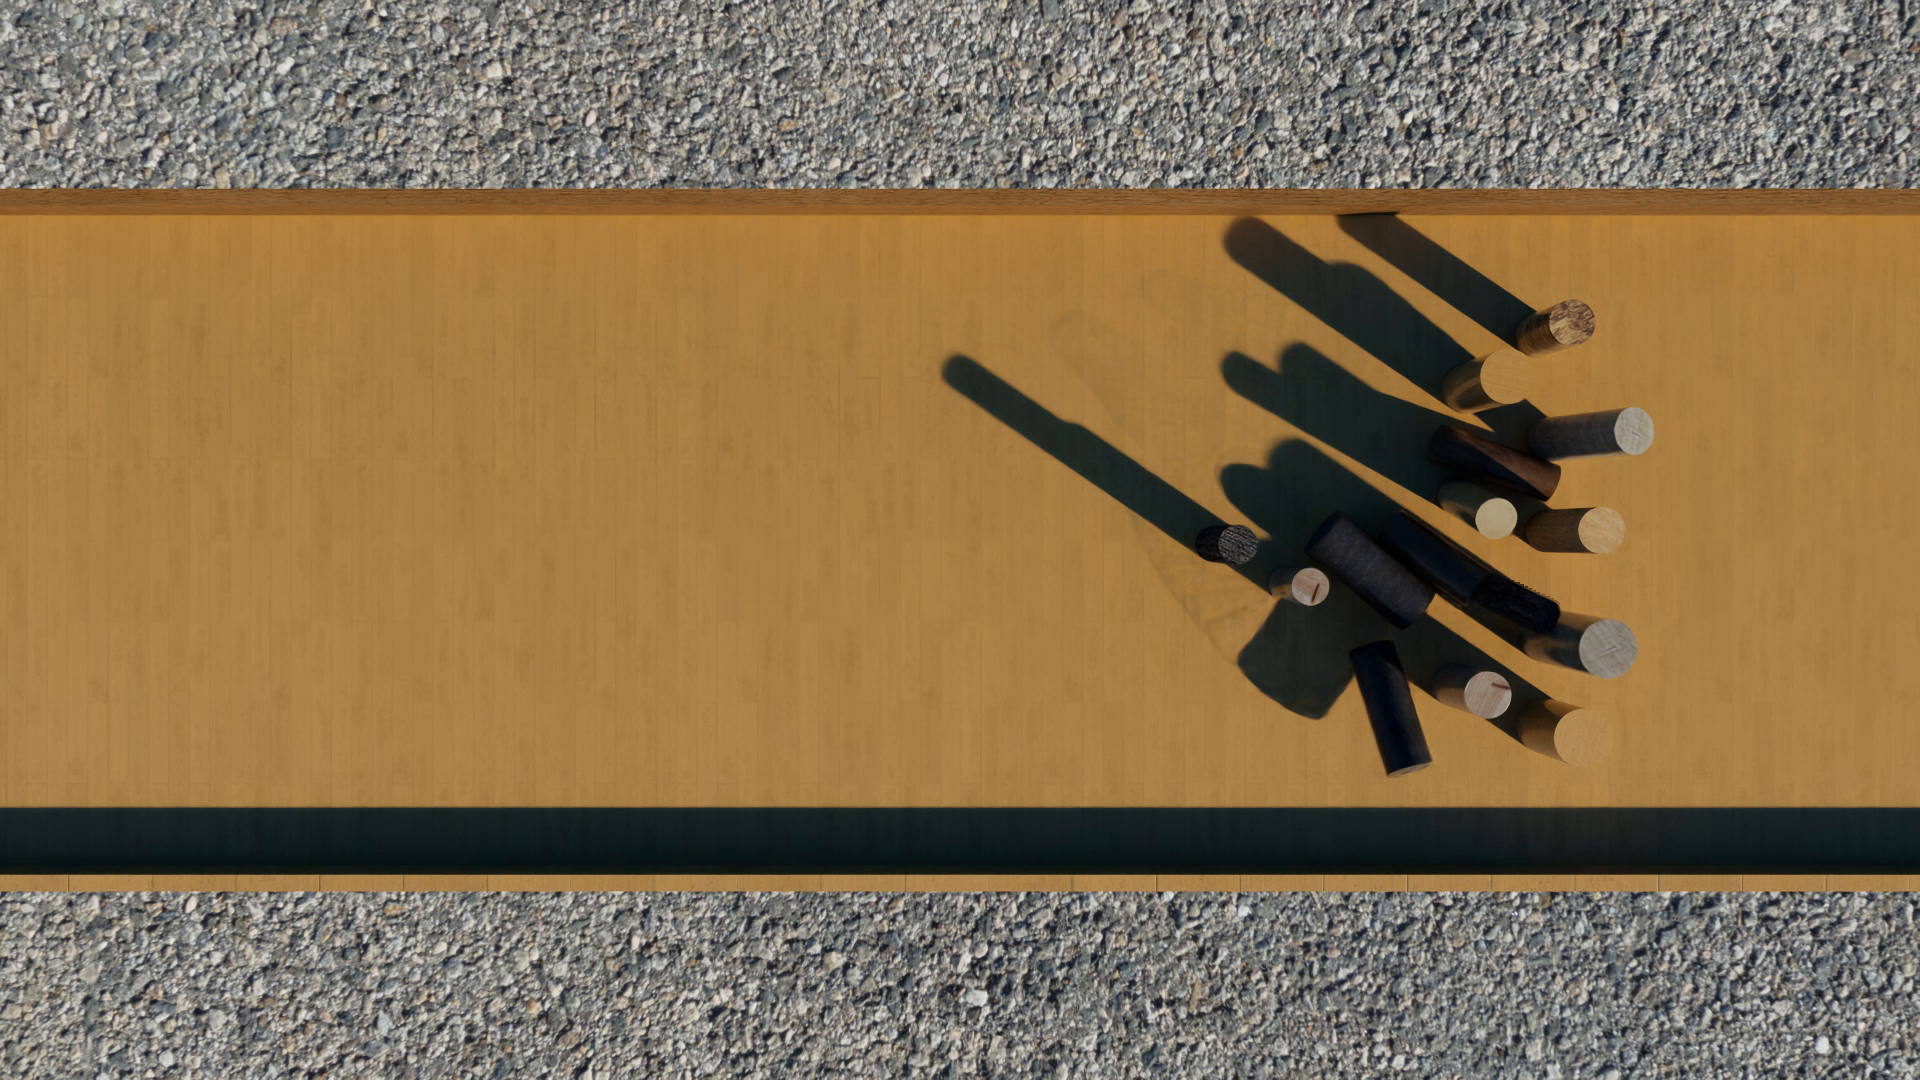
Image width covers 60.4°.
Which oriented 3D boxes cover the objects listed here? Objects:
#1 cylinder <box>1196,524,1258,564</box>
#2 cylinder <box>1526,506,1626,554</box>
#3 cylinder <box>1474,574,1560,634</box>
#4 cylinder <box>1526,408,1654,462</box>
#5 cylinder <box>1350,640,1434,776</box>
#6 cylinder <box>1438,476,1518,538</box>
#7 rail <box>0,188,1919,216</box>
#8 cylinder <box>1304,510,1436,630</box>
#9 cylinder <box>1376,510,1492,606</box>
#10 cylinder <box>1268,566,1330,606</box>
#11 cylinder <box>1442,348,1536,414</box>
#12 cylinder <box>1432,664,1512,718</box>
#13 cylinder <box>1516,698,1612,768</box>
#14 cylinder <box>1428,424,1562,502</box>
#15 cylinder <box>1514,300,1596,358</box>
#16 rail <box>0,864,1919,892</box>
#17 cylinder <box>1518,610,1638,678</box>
[{"bbox_3d":[0.781,0.013,4.854,0.111,0.446,0.111,0,90,0],"label":"cylinder"},{"bbox_3d":[1.806,-0.027,4.859,0.132,0.436,0.132,0,90,0],"label":"cylinder"},{"bbox_3d":[1.634,0.178,4.923,0.105,0.302,0.105,-12,115,-27],"label":"cylinder"},{"bbox_3d":[1.853,-0.308,4.866,0.136,0.398,0.136,0,90,-17],"label":"cylinder"},{"bbox_3d":[1.291,0.504,4.947,0.140,0.140,0.385,-13,71,0],"label":"cylinder"},{"bbox_3d":[1.528,-0.100,4.881,0.119,0.374,0.119,0,102,0],"label":"cylinder"},{"bbox_3d":[-2.247,-1.025,5.002,12.000,0.150,0.050,0,90,0],"label":"rail"},{"bbox_3d":[1.240,0.092,4.994,0.374,0.164,0.164,39,90,0],"label":"cylinder"},{"bbox_3d":[1.422,0.052,4.950,0.325,0.127,0.127,39,90,25],"label":"cylinder"},{"bbox_3d":[0.999,0.133,4.890,0.108,0.373,0.108,0,90,0],"label":"cylinder"},{"bbox_3d":[1.560,-0.466,4.885,0.158,0.382,0.158,0,90,0],"label":"cylinder"},{"bbox_3d":[1.520,0.446,4.913,0.136,0.326,0.136,0,90,0],"label":"cylinder"},{"bbox_3d":[1.795,0.571,4.913,0.170,0.327,0.170,0,90,0],"label":"cylinder"},{"bbox_3d":[1.625,-0.235,5.017,0.372,0.119,0.119,20,90,0],"label":"cylinder"},{"bbox_3d":[1.769,-0.628,4.921,0.134,0.312,0.134,0,90,0],"label":"cylinder"},{"bbox_3d":[-2.247,1.025,5.001,12.000,0.150,0.050,0,90,0],"label":"rail"},{"bbox_3d":[1.810,0.299,4.850,0.168,0.445,0.168,0,92,-2],"label":"cylinder"}]
